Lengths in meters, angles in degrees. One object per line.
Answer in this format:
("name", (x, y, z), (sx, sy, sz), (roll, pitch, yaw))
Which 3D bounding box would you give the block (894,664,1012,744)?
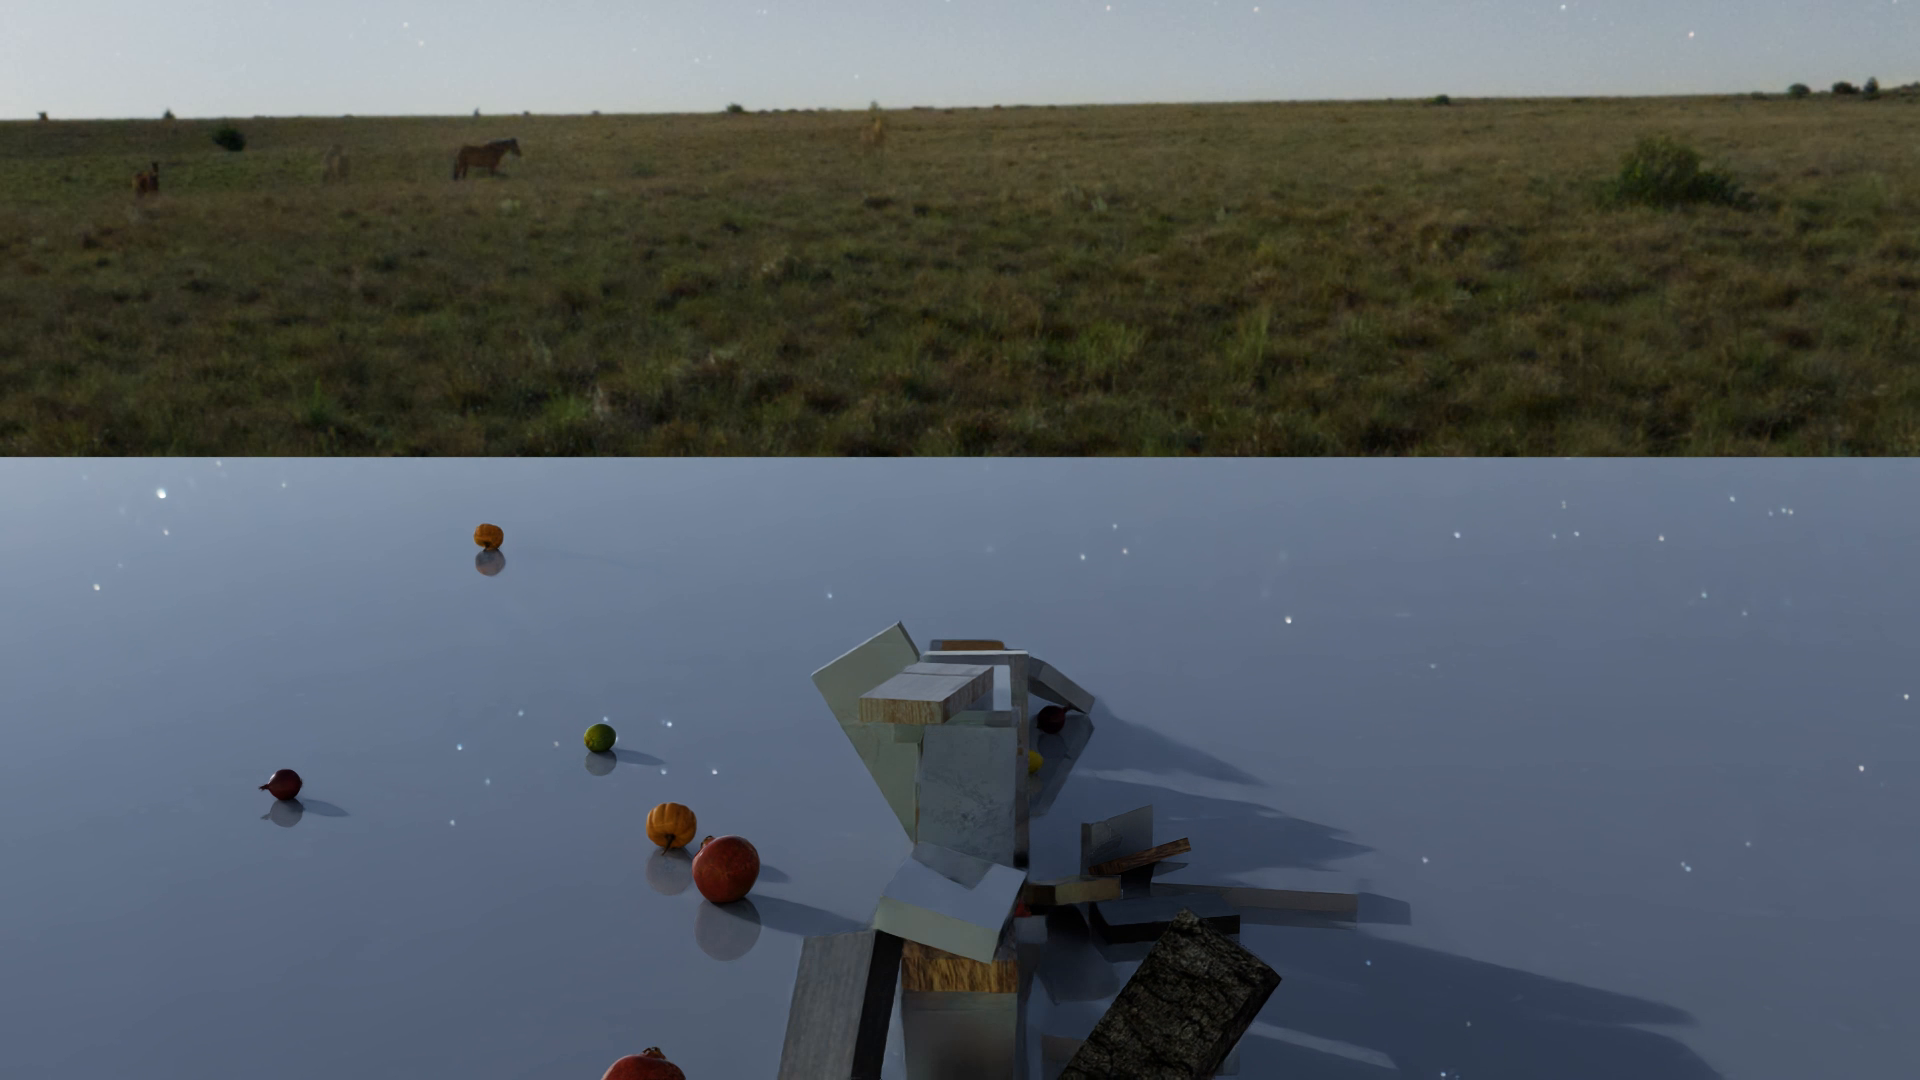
("block", (-0.008, 0.261, 3.537), (0.180, 0.051, 0.399), (0, 7, 1))

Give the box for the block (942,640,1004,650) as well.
("block", (0.024, 0.267, 4.255), (0.121, 0.034, 0.242), (1, 25, 0))

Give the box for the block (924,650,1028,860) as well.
("block", (0.029, 0.375, 3.832), (0.180, 0.359, 0.051), (0, 4, 2))

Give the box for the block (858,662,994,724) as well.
("block", (-0.048, 0.235, 3.388), (0.126, 0.036, 0.315), (2, 7, 15))

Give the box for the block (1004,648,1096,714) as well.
("block", (0.172, 0.298, 4.713), (0.140, 0.040, 0.281), (18, -11, 31))

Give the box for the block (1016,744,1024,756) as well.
("block", (0.045, 0.318, 3.289), (0.090, 0.013, 0.045), (-7, 13, -34))

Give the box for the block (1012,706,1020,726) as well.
("block", (0.036, 0.298, 3.578), (0.083, 0.023, 0.166), (3, 10, 17))

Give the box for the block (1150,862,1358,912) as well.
("block", (0.490, 0.576, 3.659), (0.337, 0.031, 0.108), (2, 11, 10))

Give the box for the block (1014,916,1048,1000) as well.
("block", (0.035, 0.595, 3.085), (0.135, 0.038, 0.269), (-4, -28, -10))

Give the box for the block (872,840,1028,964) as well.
("block", (-0.009, 0.451, 2.762), (0.149, 0.042, 0.298), (16, 7, 6))

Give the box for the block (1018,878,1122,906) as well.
("block", (0.166, 0.565, 3.534), (0.108, 0.031, 0.217), (-3, -7, -19))

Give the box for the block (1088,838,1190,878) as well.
("block", (0.307, 0.545, 3.756), (0.166, 0.023, 0.083), (-9, -12, -41))

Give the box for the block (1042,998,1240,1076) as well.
("block", (0.251, 0.690, 3.034), (0.252, 0.036, 0.126), (4, 12, 17))

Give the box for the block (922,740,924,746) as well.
("block", (-0.033, 0.318, 3.290), (0.045, 0.013, 0.090), (-1, 10, -4))

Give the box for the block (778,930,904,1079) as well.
("block", (-0.154, 0.622, 2.631), (0.042, 0.298, 0.149), (25, -27, -33))

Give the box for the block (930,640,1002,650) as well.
("block", (0.011, 0.288, 4.315), (0.144, 0.041, 0.289), (0, 29, 0))

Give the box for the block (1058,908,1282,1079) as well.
("block", (0.250, 0.620, 2.725), (0.149, 0.298, 0.042), (30, -11, 41))

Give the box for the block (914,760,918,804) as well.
("block", (-0.002, 0.357, 3.422), (0.128, 0.036, 0.256), (0, 10, 1))

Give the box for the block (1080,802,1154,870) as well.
("block", (0.275, 0.516, 3.841), (0.023, 0.083, 0.166), (10, 15, 44))

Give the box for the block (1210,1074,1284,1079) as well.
("block", (0.297, 0.730, 2.817), (0.252, 0.036, 0.126), (0, 11, -2))

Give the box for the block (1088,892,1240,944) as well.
("block", (0.325, 0.603, 3.512), (0.217, 0.031, 0.108), (-2, 11, -13))

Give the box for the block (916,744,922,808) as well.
("block", (0.004, 0.343, 3.293), (0.135, 0.038, 0.269), (0, 10, 0))

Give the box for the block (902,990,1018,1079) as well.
("block", (0.000, 0.635, 2.822), (0.141, 0.040, 0.282), (0, -32, 0))

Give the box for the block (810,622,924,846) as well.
("block", (-0.091, 0.344, 3.889), (0.180, 0.359, 0.051), (-31, 3, 7))

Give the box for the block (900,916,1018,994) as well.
("block", (-0.002, 0.508, 2.793), (0.141, 0.040, 0.282), (2, 7, -1))

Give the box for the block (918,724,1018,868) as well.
("block", (0.011, 0.379, 3.101), (0.135, 0.038, 0.269), (1, 46, 1))

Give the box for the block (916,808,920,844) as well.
("block", (-0.003, 0.522, 3.330), (0.128, 0.256, 0.036), (0, -4, 1))
